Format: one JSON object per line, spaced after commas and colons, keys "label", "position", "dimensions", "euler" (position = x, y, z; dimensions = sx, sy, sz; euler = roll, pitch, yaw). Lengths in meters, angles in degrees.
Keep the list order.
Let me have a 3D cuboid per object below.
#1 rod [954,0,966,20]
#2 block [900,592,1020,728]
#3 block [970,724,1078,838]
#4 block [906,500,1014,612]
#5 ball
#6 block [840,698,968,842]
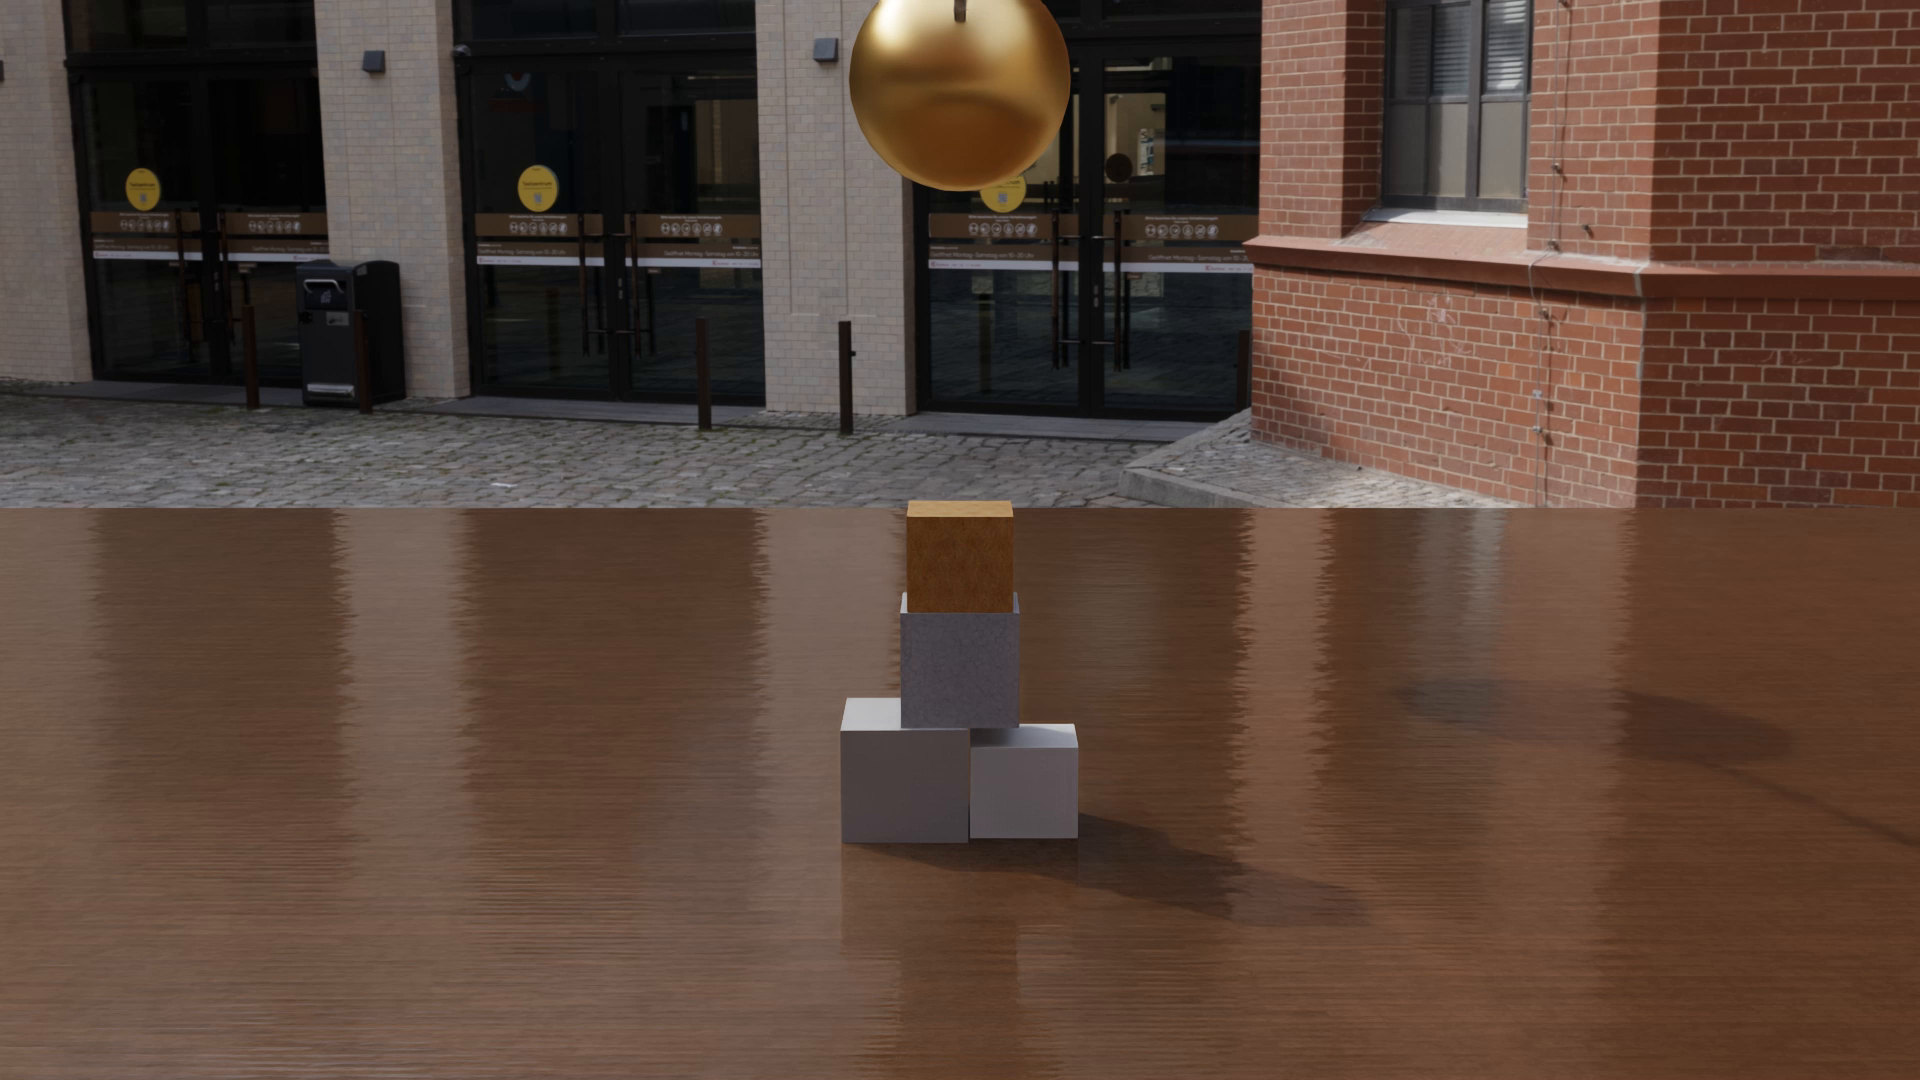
{"label": "rod", "position": [0.000, -4.501, 12.632], "dimensions": [0.080, 0.080, 5.200], "euler": [0, -20, 0]}
{"label": "block", "position": [0.000, 0.610, 11.273], "dimensions": [0.595, 0.592, 0.513], "euler": [0, 10, 0]}
{"label": "block", "position": [0.326, 1.244, 11.387], "dimensions": [0.548, 0.479, 0.460], "euler": [0, 10, 0]}
{"label": "block", "position": [0.000, 0.080, 11.178], "dimensions": [0.528, 0.486, 0.500], "euler": [0, 10, 0]}
{"label": "ball", "position": [0.000, -3.312, 15.818], "dimensions": [1.600, 1.600, 1.600], "euler": [0, 10, 0]}
{"label": "block", "position": [-0.279, 1.185, 11.405], "dimensions": [0.641, 0.587, 0.655], "euler": [0, 10, 0]}
